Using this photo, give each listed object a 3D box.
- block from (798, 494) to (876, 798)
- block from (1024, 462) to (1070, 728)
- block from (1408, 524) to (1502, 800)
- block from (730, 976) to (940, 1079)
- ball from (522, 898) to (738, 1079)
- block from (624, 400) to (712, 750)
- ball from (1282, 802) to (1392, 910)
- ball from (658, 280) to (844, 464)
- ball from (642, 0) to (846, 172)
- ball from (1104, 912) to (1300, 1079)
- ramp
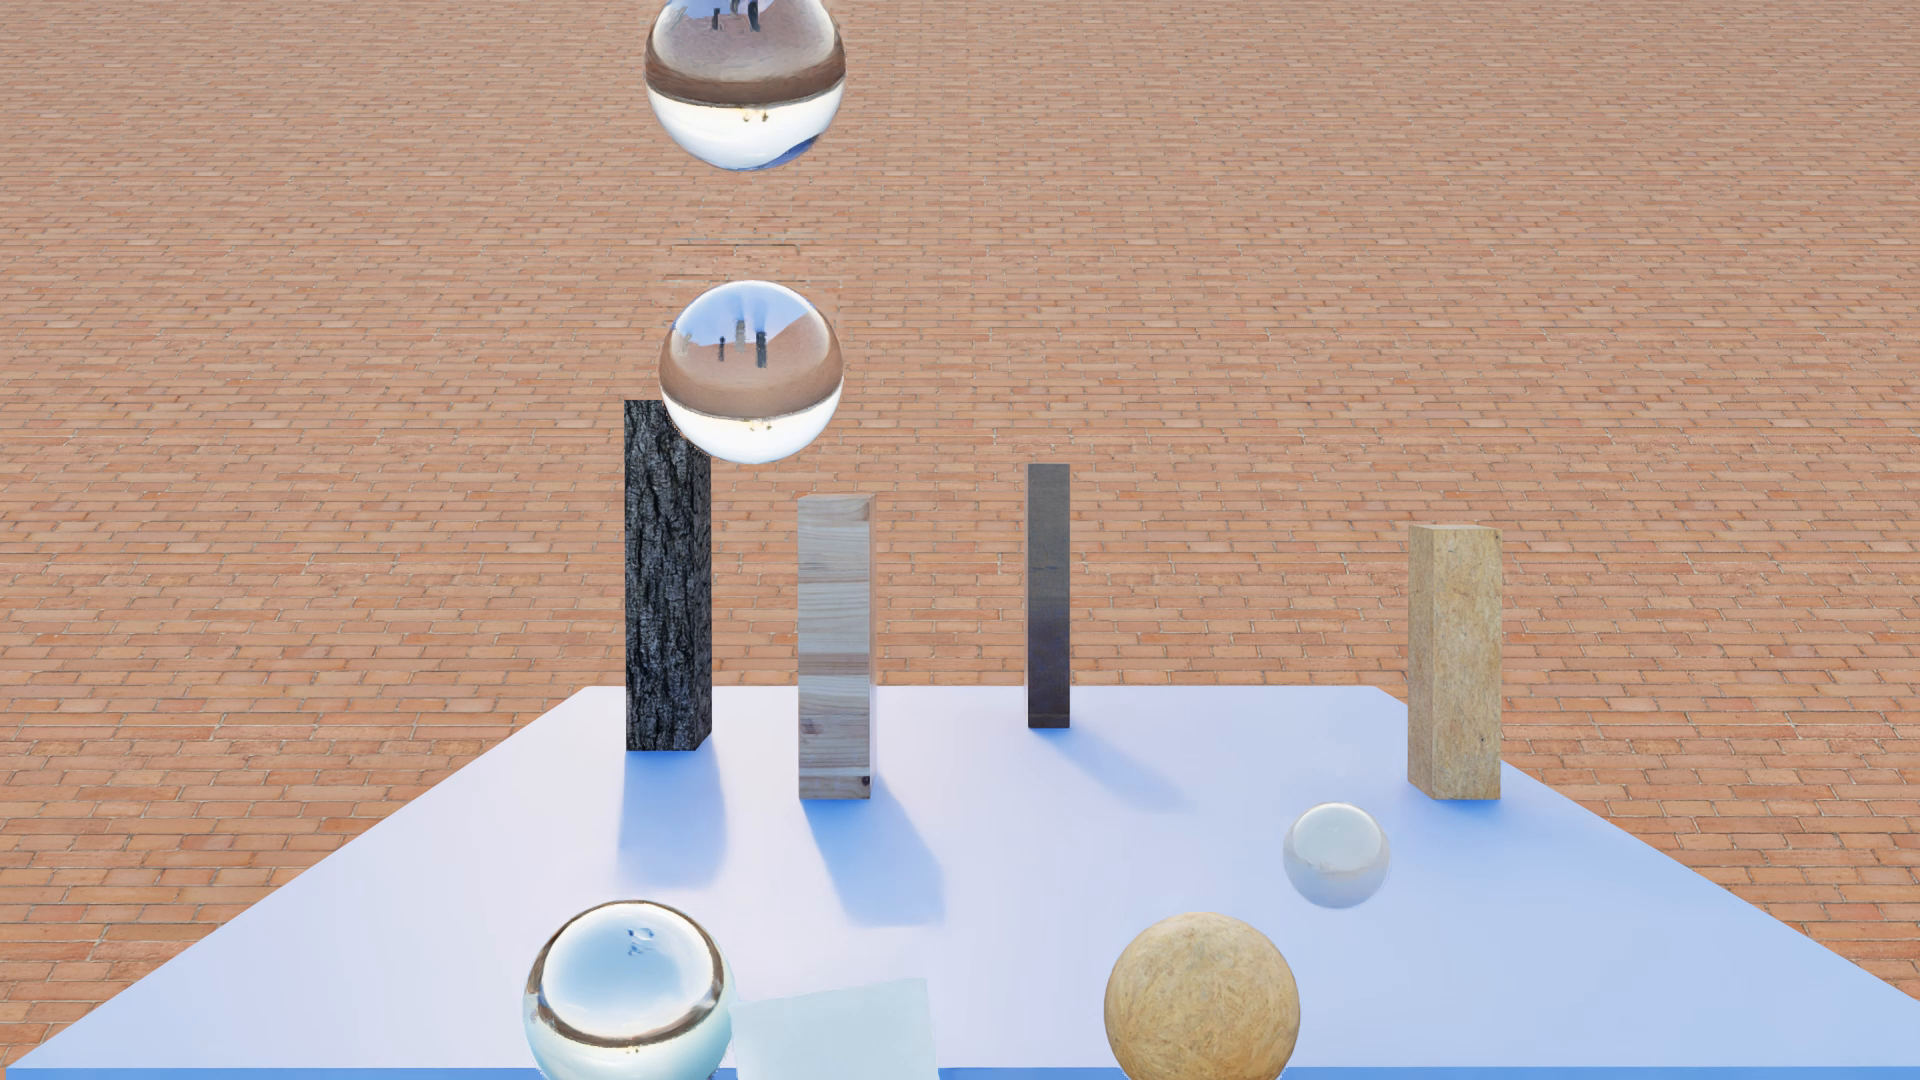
[{"bbox_3d":[-0.219,0.181,4.658,0.124,0.521,0.403,0,2,0],"label":"block"},{"bbox_3d":[0.192,0.115,5.747,0.090,0.572,0.356,0,2,0],"label":"block"},{"bbox_3d":[0.876,0.211,4.572,0.118,0.468,0.248,0,2,0],"label":"block"},{"bbox_3d":[-0.110,0.528,2.446,0.182,0.182,0.182,-8,-16,-2],"label":"block"},{"bbox_3d":[-0.316,0.448,2.471,0.206,0.206,0.206,0,24,0],"label":"ball"},{"bbox_3d":[-0.601,0.065,5.334,0.139,0.704,0.361,0,2,0],"label":"block"},{"bbox_3d":[0.417,0.349,2.850,0.119,0.119,0.119,0,24,0],"label":"ball"},{"bbox_3d":[-0.200,-0.161,2.473,0.177,0.177,0.177,0,24,0],"label":"ball"},{"bbox_3d":[-0.198,-0.434,2.376,0.187,0.187,0.187,0,24,0],"label":"ball"},{"bbox_3d":[0.233,0.453,2.478,0.189,0.189,0.189,0,24,0],"label":"ball"},{"bbox_3d":[0.055,0.496,4.544,2.000,0.100,4.000,0,2,0],"label":"ramp"}]
